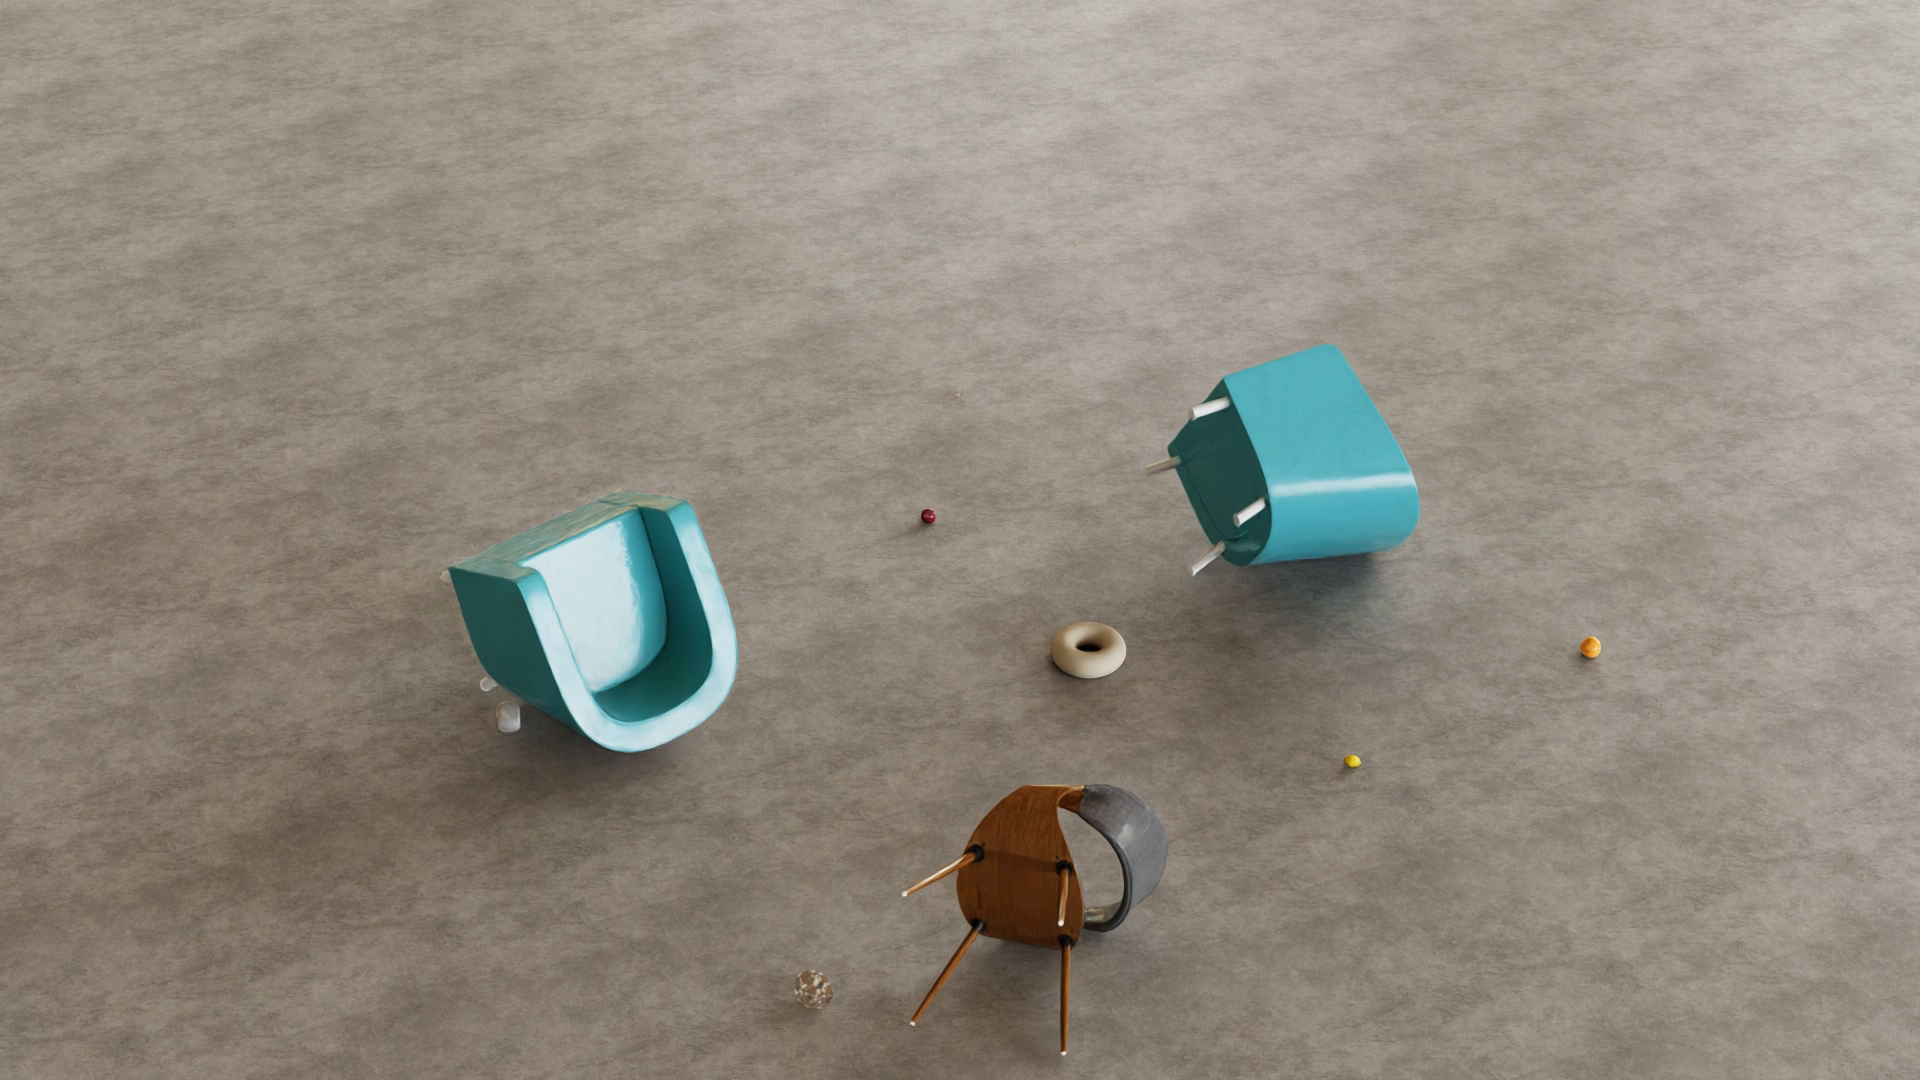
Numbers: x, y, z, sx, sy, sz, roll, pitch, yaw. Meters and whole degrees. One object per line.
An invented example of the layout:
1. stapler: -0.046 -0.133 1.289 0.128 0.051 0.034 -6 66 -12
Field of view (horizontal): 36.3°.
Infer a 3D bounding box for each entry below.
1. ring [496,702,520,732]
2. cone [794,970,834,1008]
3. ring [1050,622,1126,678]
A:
1. ring: -1.533 0.601 9.960 0.074 0.083 0.121 -3 47 -14
2. cone: -0.430 1.352 8.850 0.127 0.111 0.085 33 6 12
3. ring: 0.451 0.385 10.278 0.264 0.092 0.272 10 35 13
